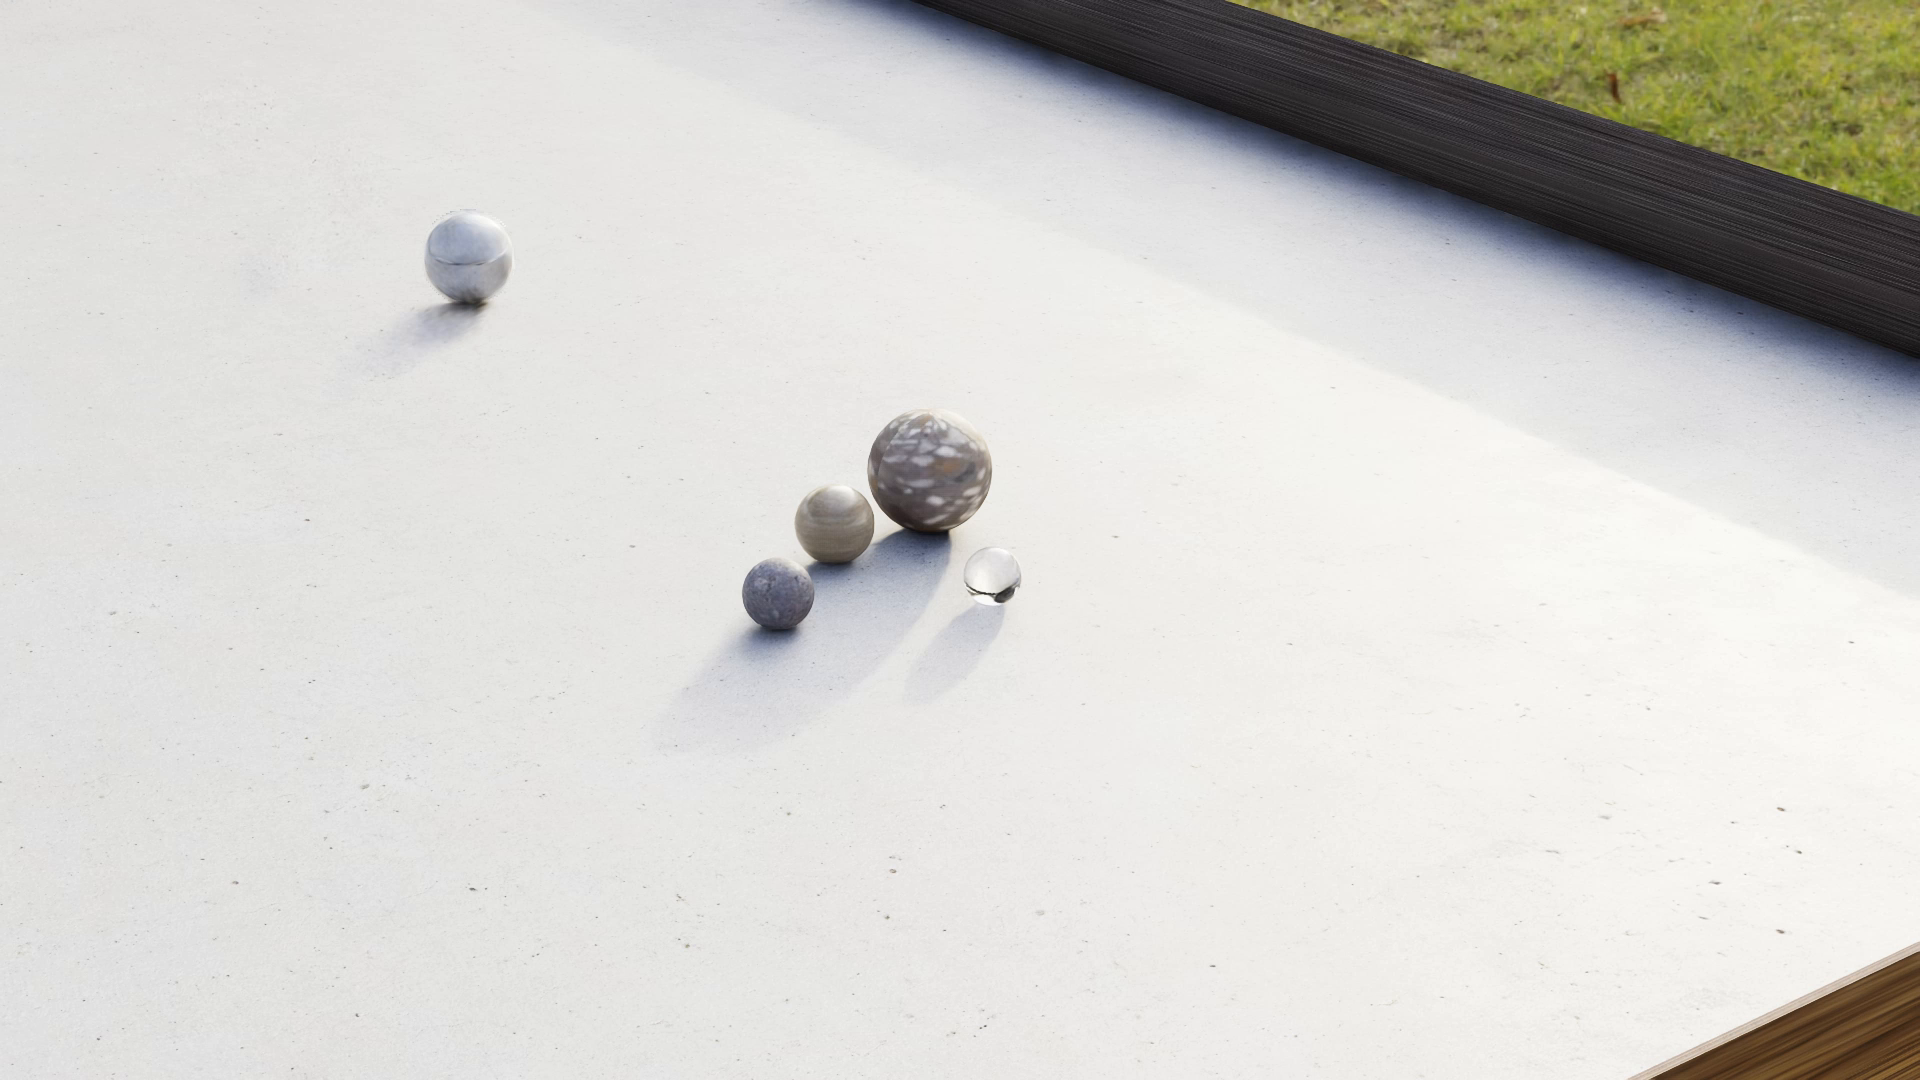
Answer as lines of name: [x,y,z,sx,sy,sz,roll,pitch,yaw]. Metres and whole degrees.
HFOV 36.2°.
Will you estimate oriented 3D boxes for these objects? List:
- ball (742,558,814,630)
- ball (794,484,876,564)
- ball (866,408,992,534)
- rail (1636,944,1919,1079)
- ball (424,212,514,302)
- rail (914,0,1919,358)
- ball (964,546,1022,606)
ball: [-0.133,0.039,2.149,0.053,0.053,0.053,0,24,0]
ball: [-0.096,-0.012,2.253,0.062,0.062,0.062,0,24,0]
ball: [-0.024,-0.055,2.302,0.098,0.098,0.098,0,24,0]
rail: [0.491,0.258,1.569,1.970,0.128,0.045,-16,29,-32]
ball: [-0.466,-0.269,2.794,0.086,0.086,0.086,0,24,0]
rail: [0.284,-0.552,3.369,0.045,0.128,3.520,-16,29,-32]
ball: [0.024,0.027,2.187,0.044,0.044,0.044,0,24,0]
